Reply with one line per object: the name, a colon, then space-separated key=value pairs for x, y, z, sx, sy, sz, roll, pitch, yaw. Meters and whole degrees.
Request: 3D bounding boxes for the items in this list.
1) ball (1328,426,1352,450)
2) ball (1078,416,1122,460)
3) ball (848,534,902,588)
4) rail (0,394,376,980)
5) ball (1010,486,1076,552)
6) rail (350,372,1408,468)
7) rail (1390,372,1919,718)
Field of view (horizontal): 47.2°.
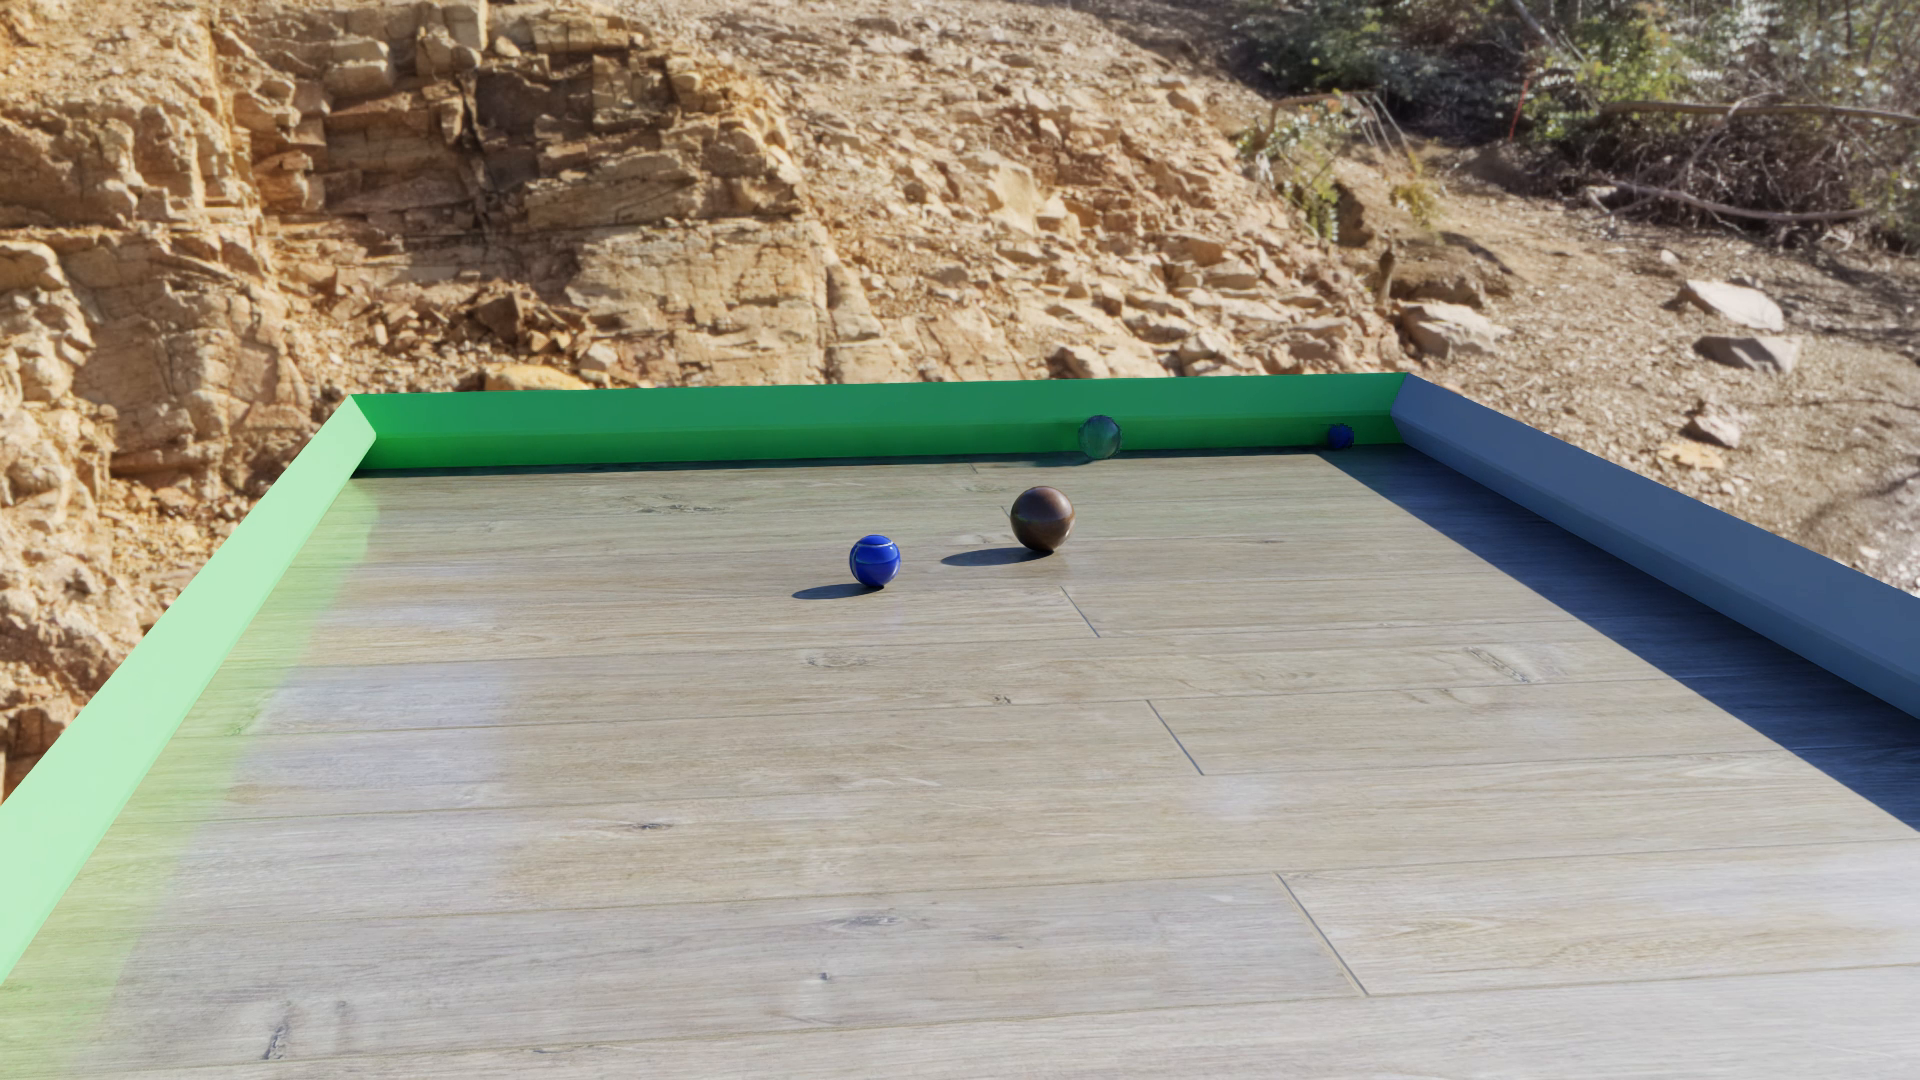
ball: x=0.648 y=-0.175 z=3.754 sx=0.040 sy=0.040 sz=0.040 roll=0 pitch=13 yaw=0
ball: x=0.232 y=-0.171 z=3.662 sx=0.073 sy=0.073 sz=0.073 roll=0 pitch=13 yaw=0
ball: x=-0.109 y=0.027 z=2.809 sx=0.067 sy=0.067 sz=0.067 roll=0 pitch=13 yaw=0
rail: x=-0.750 y=0.174 z=2.037 sx=0.045 sy=0.122 sz=3.178 roll=-2 pitch=13 yaw=-8
ball: x=0.113 y=-0.029 z=3.002 sx=0.090 sy=0.090 sz=0.090 roll=0 pitch=13 yaw=0
rail: x=-0.104 y=-0.197 z=3.663 sx=1.779 sy=0.122 sz=0.045 roll=-2 pitch=13 yaw=-8
rail: x=0.965 y=0.122 z=2.265 sx=0.045 sy=0.122 sz=3.178 roll=-2 pitch=13 yaw=-8
